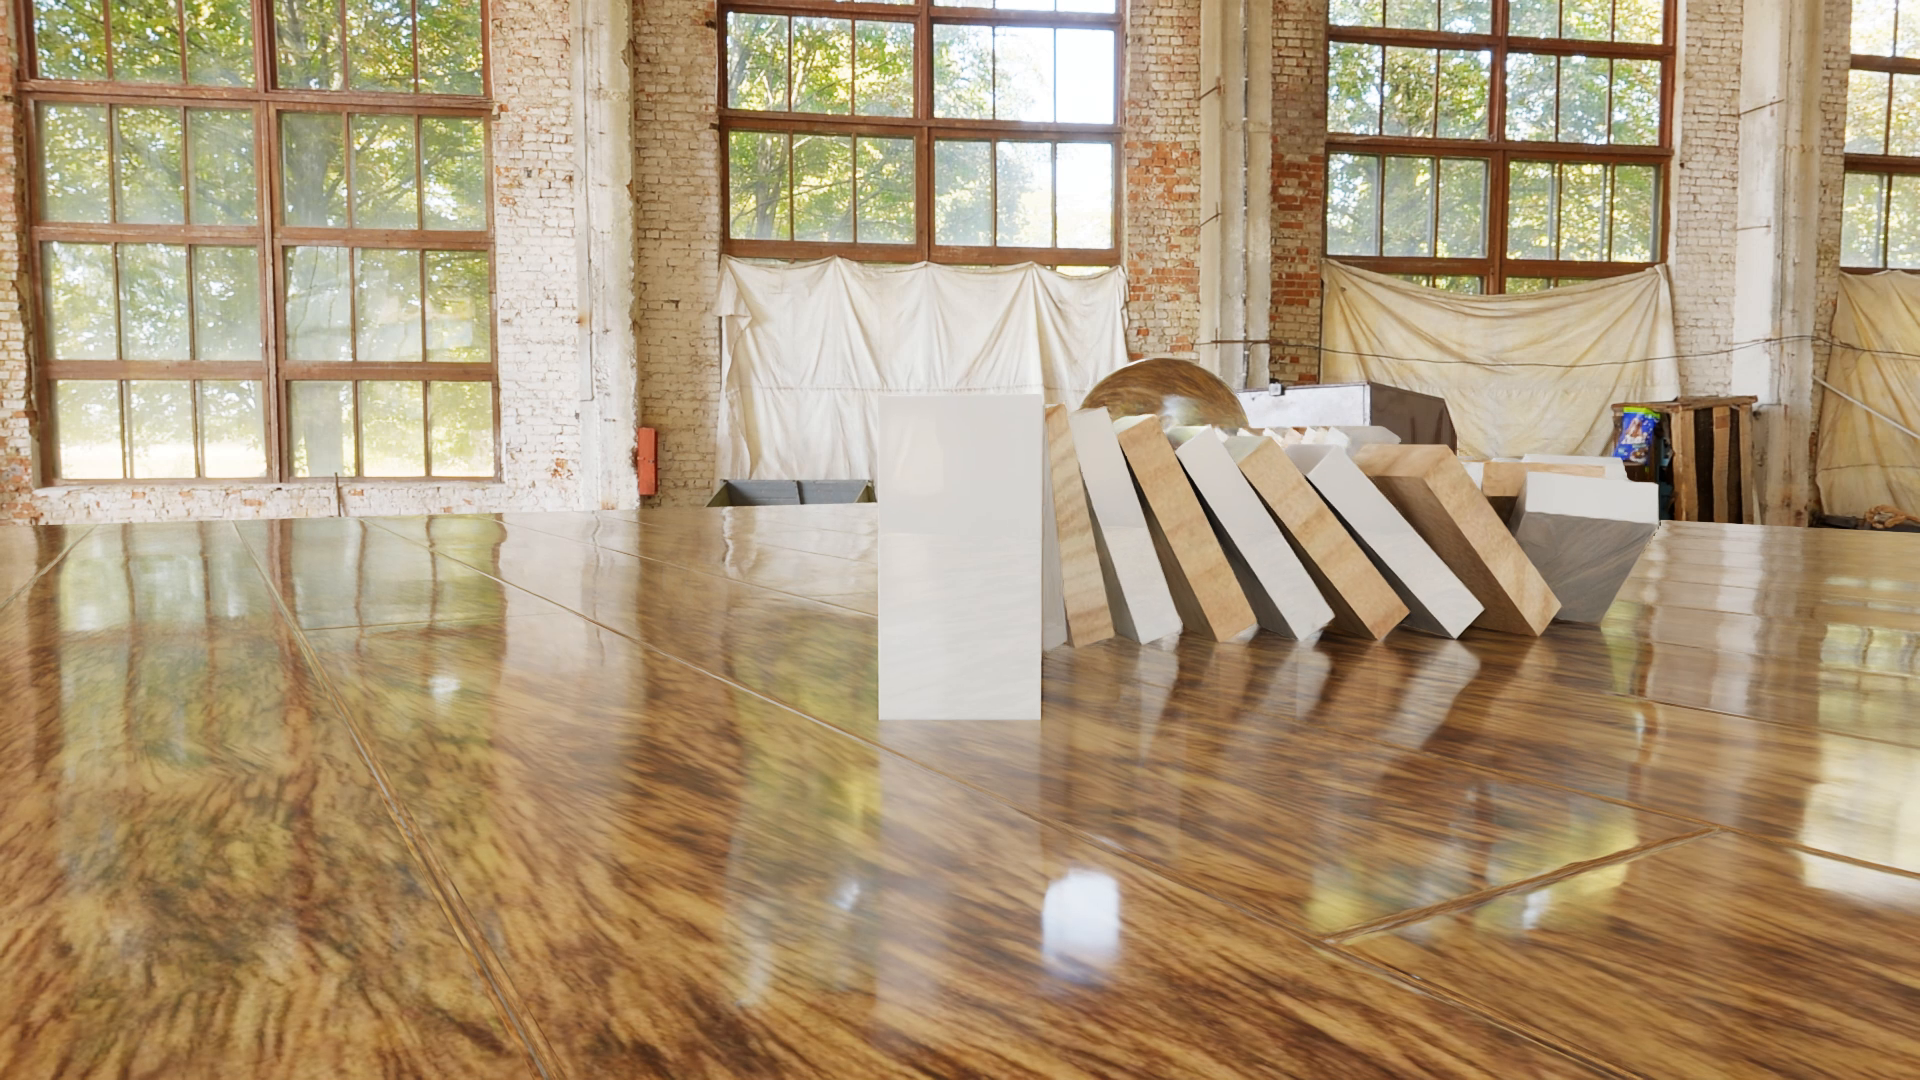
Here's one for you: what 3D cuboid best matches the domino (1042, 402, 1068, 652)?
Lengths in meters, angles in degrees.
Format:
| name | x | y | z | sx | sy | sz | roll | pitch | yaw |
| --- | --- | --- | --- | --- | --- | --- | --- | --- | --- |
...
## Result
| name | x | y | z | sx | sy | sz | roll | pitch | yaw |
| --- | --- | --- | --- | --- | --- | --- | --- | --- | --- |
| domino | 0.007 | -0.003 | 0.266 | 0.025 | 0.050 | 0.009 | 3 | 16 | 39 |

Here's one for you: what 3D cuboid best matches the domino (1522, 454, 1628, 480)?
| name | x | y | z | sx | sy | sz | roll | pitch | yaw |
| --- | --- | --- | --- | --- | --- | --- | --- | --- | --- |
| domino | 0.160 | -0.004 | 0.353 | 0.025 | 0.009 | 0.050 | 2 | -35 | 0 |

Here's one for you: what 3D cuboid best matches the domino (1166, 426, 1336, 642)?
| name | x | y | z | sx | sy | sz | roll | pitch | yaw |
| --- | --- | --- | --- | --- | --- | --- | --- | --- | --- |
| domino | 0.061 | -0.002 | 0.285 | 0.010 | 0.050 | 0.025 | -35 | 8 | -4 |

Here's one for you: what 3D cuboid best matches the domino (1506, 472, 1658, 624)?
| name | x | y | z | sx | sy | sz | roll | pitch | yaw |
| --- | --- | --- | --- | --- | --- | --- | --- | --- | --- |
| domino | 0.136 | 0.003 | 0.287 | 0.025 | 0.009 | 0.050 | 7 | -26 | 16 |

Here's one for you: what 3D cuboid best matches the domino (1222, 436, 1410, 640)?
| name | x | y | z | sx | sy | sz | roll | pitch | yaw |
| --- | --- | --- | --- | --- | --- | --- | --- | --- | --- |
| domino | 0.076 | -0.001 | 0.287 | 0.010 | 0.050 | 0.025 | -41 | 8 | -3 |

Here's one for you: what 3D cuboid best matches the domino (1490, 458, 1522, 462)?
| name | x | y | z | sx | sy | sz | roll | pitch | yaw |
| --- | --- | --- | --- | --- | --- | --- | --- | --- | --- |
| domino | 0.158 | -0.006 | 0.388 | 0.025 | 0.009 | 0.050 | 0 | -33 | -21 |

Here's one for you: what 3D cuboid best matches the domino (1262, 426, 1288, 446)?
| name | x | y | z | sx | sy | sz | roll | pitch | yaw |
| --- | --- | --- | --- | --- | --- | --- | --- | --- | --- |
| domino | 0.120 | -0.019 | 0.495 | 0.025 | 0.050 | 0.010 | -3 | 33 | -38 |

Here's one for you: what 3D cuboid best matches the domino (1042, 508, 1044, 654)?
| name | x | y | z | sx | sy | sz | roll | pitch | yaw |
| --- | --- | --- | --- | --- | --- | --- | --- | --- | --- |
| domino | 0.003 | -0.002 | 0.250 | 0.025 | 0.050 | 0.010 | 1 | 11 | 9 |

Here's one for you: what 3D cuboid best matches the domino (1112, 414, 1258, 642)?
| name | x | y | z | sx | sy | sz | roll | pitch | yaw |
| --- | --- | --- | --- | --- | --- | --- | --- | --- | --- |
| domino | 0.047 | -0.003 | 0.284 | 0.009 | 0.050 | 0.025 | -28 | 7 | -5 |

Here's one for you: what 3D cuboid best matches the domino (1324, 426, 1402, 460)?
| name | x | y | z | sx | sy | sz | roll | pitch | yaw |
| --- | --- | --- | --- | --- | --- | --- | --- | --- | --- |
| domino | 0.134 | -0.016 | 0.451 | 0.025 | 0.050 | 0.009 | -2 | 32 | -30 |

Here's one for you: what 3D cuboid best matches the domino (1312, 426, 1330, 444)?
| name | x | y | z | sx | sy | sz | roll | pitch | yaw |
| --- | --- | --- | --- | --- | --- | --- | --- | --- | --- |
| domino | 0.133 | -0.017 | 0.463 | 0.025 | 0.050 | 0.010 | -3 | 32 | -31 |

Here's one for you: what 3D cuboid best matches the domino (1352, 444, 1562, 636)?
| name | x | y | z | sx | sy | sz | roll | pitch | yaw |
| --- | --- | --- | --- | --- | --- | --- | --- | --- | --- |
| domino | 0.110 | 0.000 | 0.287 | 0.009 | 0.050 | 0.025 | -48 | 21 | -14 |

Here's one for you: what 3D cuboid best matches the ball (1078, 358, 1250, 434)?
| name | x | y | z | sx | sy | sz | roll | pitch | yaw |
| --- | --- | --- | --- | --- | --- | --- | --- | --- | --- |
| ball | 0.088 | -0.040 | 0.563 | 0.080 | 0.080 | 0.080 | 0 | 4 | 0 |

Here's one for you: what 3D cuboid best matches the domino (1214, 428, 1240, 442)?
| name | x | y | z | sx | sy | sz | roll | pitch | yaw |
| --- | --- | --- | --- | --- | --- | --- | --- | --- | --- |
| domino | 0.104 | -0.020 | 0.509 | 0.025 | 0.050 | 0.009 | -3 | 33 | -38 |

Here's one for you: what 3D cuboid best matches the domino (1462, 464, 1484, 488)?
| name | x | y | z | sx | sy | sz | roll | pitch | yaw |
| --- | --- | --- | --- | --- | --- | --- | --- | --- | --- |
| domino | 0.137 | -0.001 | 0.323 | 0.025 | 0.009 | 0.050 | 2 | -32 | 23 |

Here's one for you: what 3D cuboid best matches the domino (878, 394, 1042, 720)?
| name | x | y | z | sx | sy | sz | roll | pitch | yaw |
| --- | --- | --- | --- | --- | --- | --- | --- | --- | --- |
| domino | 0.000 | 0.002 | 0.201 | 0.025 | 0.050 | 0.010 | 0 | 4 | 0 |

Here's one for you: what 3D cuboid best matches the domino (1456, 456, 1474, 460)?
| name | x | y | z | sx | sy | sz | roll | pitch | yaw |
| --- | --- | --- | --- | --- | --- | --- | --- | --- | --- |
| domino | 0.145 | -0.008 | 0.420 | 0.025 | 0.009 | 0.050 | -2 | -34 | -27 |

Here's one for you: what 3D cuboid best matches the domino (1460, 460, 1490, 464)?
| name | x | y | z | sx | sy | sz | roll | pitch | yaw |
| --- | --- | --- | --- | --- | --- | --- | --- | --- | --- |
| domino | 0.151 | -0.007 | 0.405 | 0.025 | 0.009 | 0.050 | -2 | -32 | -25 |

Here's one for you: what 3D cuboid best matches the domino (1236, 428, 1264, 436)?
| name | x | y | z | sx | sy | sz | roll | pitch | yaw |
| --- | --- | --- | --- | --- | --- | --- | --- | --- | --- |
| domino | 0.112 | -0.020 | 0.502 | 0.025 | 0.050 | 0.010 | -3 | 33 | -38 |

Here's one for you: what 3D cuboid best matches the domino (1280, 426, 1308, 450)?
| name | x | y | z | sx | sy | sz | roll | pitch | yaw |
| --- | --- | --- | --- | --- | --- | --- | --- | --- | --- |
| domino | 0.127 | -0.018 | 0.486 | 0.025 | 0.050 | 0.010 | -3 | 33 | -37 |

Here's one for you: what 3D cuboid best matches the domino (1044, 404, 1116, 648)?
| name | x | y | z | sx | sy | sz | roll | pitch | yaw |
| --- | --- | --- | --- | --- | --- | --- | --- | --- | --- |
| domino | 0.019 | -0.004 | 0.277 | 0.009 | 0.050 | 0.025 | -16 | 9 | -17 |

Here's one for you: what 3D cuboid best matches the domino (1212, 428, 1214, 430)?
| name | x | y | z | sx | sy | sz | roll | pitch | yaw |
| --- | --- | --- | --- | --- | --- | --- | --- | --- | --- |
| domino | 0.097 | -0.021 | 0.518 | 0.025 | 0.050 | 0.009 | -3 | 33 | -38 |

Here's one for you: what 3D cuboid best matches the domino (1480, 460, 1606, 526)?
| name | x | y | z | sx | sy | sz | roll | pitch | yaw |
| --- | --- | --- | --- | --- | --- | --- | --- | --- | --- |
| domino | 0.137 | 0.000 | 0.306 | 0.025 | 0.009 | 0.050 | 4 | -32 | 21 |

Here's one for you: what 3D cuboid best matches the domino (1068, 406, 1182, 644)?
| name | x | y | z | sx | sy | sz | roll | pitch | yaw |
| --- | --- | --- | --- | --- | --- | --- | --- | --- | --- |
| domino | 0.033 | -0.004 | 0.282 | 0.009 | 0.050 | 0.025 | -21 | 7 | -6 |

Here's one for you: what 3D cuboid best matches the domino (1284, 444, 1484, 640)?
| name | x | y | z | sx | sy | sz | roll | pitch | yaw |
| --- | --- | --- | --- | --- | --- | --- | --- | --- | --- |
| domino | 0.092 | 0.000 | 0.288 | 0.009 | 0.050 | 0.025 | -45 | 9 | -3 |

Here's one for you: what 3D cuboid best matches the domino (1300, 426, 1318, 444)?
| name | x | y | z | sx | sy | sz | roll | pitch | yaw |
| --- | --- | --- | --- | --- | --- | --- | --- | --- | --- |
| domino | 0.131 | -0.018 | 0.476 | 0.025 | 0.050 | 0.009 | -3 | 33 | -36 |
